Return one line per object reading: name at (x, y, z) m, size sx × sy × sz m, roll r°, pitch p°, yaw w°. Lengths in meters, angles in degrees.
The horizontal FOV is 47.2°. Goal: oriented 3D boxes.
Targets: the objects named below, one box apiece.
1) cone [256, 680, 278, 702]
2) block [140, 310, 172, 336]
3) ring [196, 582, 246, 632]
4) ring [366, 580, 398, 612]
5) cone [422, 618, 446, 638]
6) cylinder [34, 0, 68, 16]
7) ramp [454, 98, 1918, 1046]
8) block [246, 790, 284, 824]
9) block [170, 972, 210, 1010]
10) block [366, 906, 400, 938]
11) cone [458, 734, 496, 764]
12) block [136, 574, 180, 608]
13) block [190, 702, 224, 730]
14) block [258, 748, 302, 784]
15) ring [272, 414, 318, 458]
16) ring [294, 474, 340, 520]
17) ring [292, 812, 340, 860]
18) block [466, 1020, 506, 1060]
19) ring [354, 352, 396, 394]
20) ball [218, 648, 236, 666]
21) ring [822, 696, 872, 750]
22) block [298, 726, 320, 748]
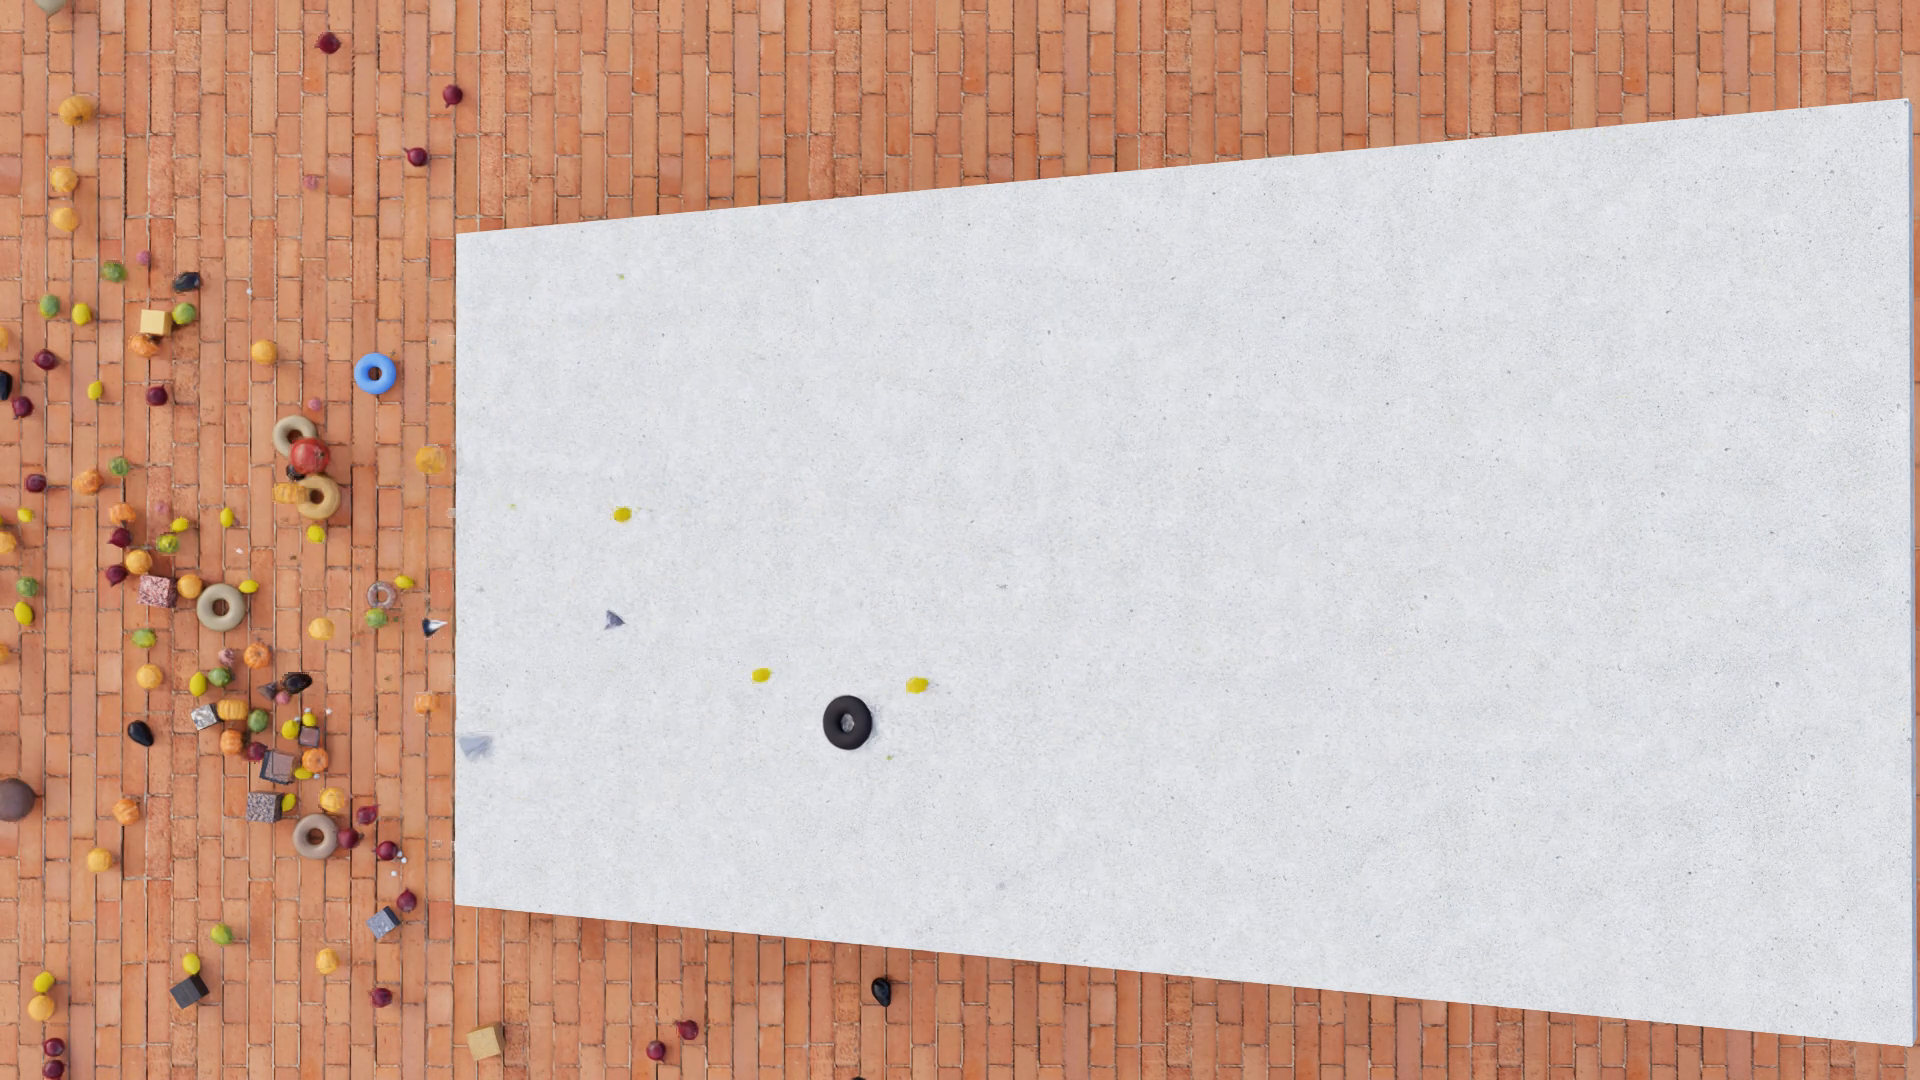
cone at (-2.077, 0.444, 6.630) m, size 0.060 × 0.060 × 0.060 m, roll 40°, pitch 63°, yaw 0°
block at (-2.420, -0.654, 6.620) m, size 0.068 × 0.068 × 0.068 m, roll 5°, pitch 89°, yaw 0°
ring at (-2.225, 0.203, 6.621) m, size 0.149 × 0.050 × 0.149 m, roll 0°, pitch 89°, yaw -1°
ring at (-1.743, 0.169, 6.630) m, size 0.095 × 0.032 × 0.095 m, roll 0°, pitch 90°, yaw -1°
cone at (-1.567, 0.255, 6.579) m, size 0.063 × 0.063 × 0.063 m, roll -14°, pitch 89°, yaw 5°
cylinder at (-2.736, -1.637, 6.621) m, size 0.085 × 0.085 × 0.085 m, roll -43°, pitch 90°, yaw 0°
ramp at (0.274, 0.076, 5.642) m, size 4.000 × 0.100 × 2.000 m, roll 0°, pitch 89°, yaw 29°
block at (-2.086, 0.799, 6.598) m, size 0.083 × 0.083 × 0.083 m, roll 6°, pitch 89°, yaw 0°
block at (-2.312, 1.354, 6.598) m, size 0.071 × 0.071 × 0.071 m, roll -33°, pitch 90°, yaw 0°
block at (-1.732, 1.148, 6.603) m, size 0.065 × 0.065 × 0.065 m, roll -37°, pitch 90°, yaw 0°
cone at (-1.414, 0.594, 6.480) m, size 0.097 × 0.097 × 0.097 m, roll -24°, pitch 89°, yaw -1°
block at (-2.406, 0.153, 6.602) m, size 0.088 × 0.088 × 0.088 m, roll 9°, pitch 89°, yaw 0°
block at (-2.265, 0.530, 6.612) m, size 0.061 × 0.061 × 0.061 m, roll -23°, pitch 89°, yaw 0°
block at (-2.039, 0.680, 6.598) m, size 0.085 × 0.085 × 0.085 m, roll 14°, pitch 89°, yaw 0°
ring at (-2.005, -0.312, 6.627) m, size 0.135 × 0.045 × 0.135 m, roll 0°, pitch 91°, yaw -6°
ring at (-1.937, -0.131, 6.626) m, size 0.142 × 0.047 × 0.142 m, roll 0°, pitch 88°, yaw 1°
ring at (-1.937, 0.892, 6.615) m, size 0.144 × 0.048 × 0.144 m, roll 0°, pitch 89°, yaw -1°
block at (-1.420, 1.501, 6.591) m, size 0.083 × 0.083 × 0.083 m, roll -17°, pitch 89°, yaw 0°
ring at (-1.763, -0.502, 6.632) m, size 0.126 × 0.042 × 0.126 m, roll 0°, pitch 90°, yaw -1°
ball at (-2.207, 0.352, 6.619) m, size 0.050 × 0.050 × 0.050 m, roll 0°, pitch 89°, yaw 0°
ring at (-0.301, 0.488, 5.868) m, size 0.148 × 0.049 × 0.148 m, roll -1°, pitch 88°, yaw 30°
block at (-1.955, 0.590, 6.606) m, size 0.054 × 0.054 × 0.054 m, roll 10°, pitch 89°, yaw -23°
